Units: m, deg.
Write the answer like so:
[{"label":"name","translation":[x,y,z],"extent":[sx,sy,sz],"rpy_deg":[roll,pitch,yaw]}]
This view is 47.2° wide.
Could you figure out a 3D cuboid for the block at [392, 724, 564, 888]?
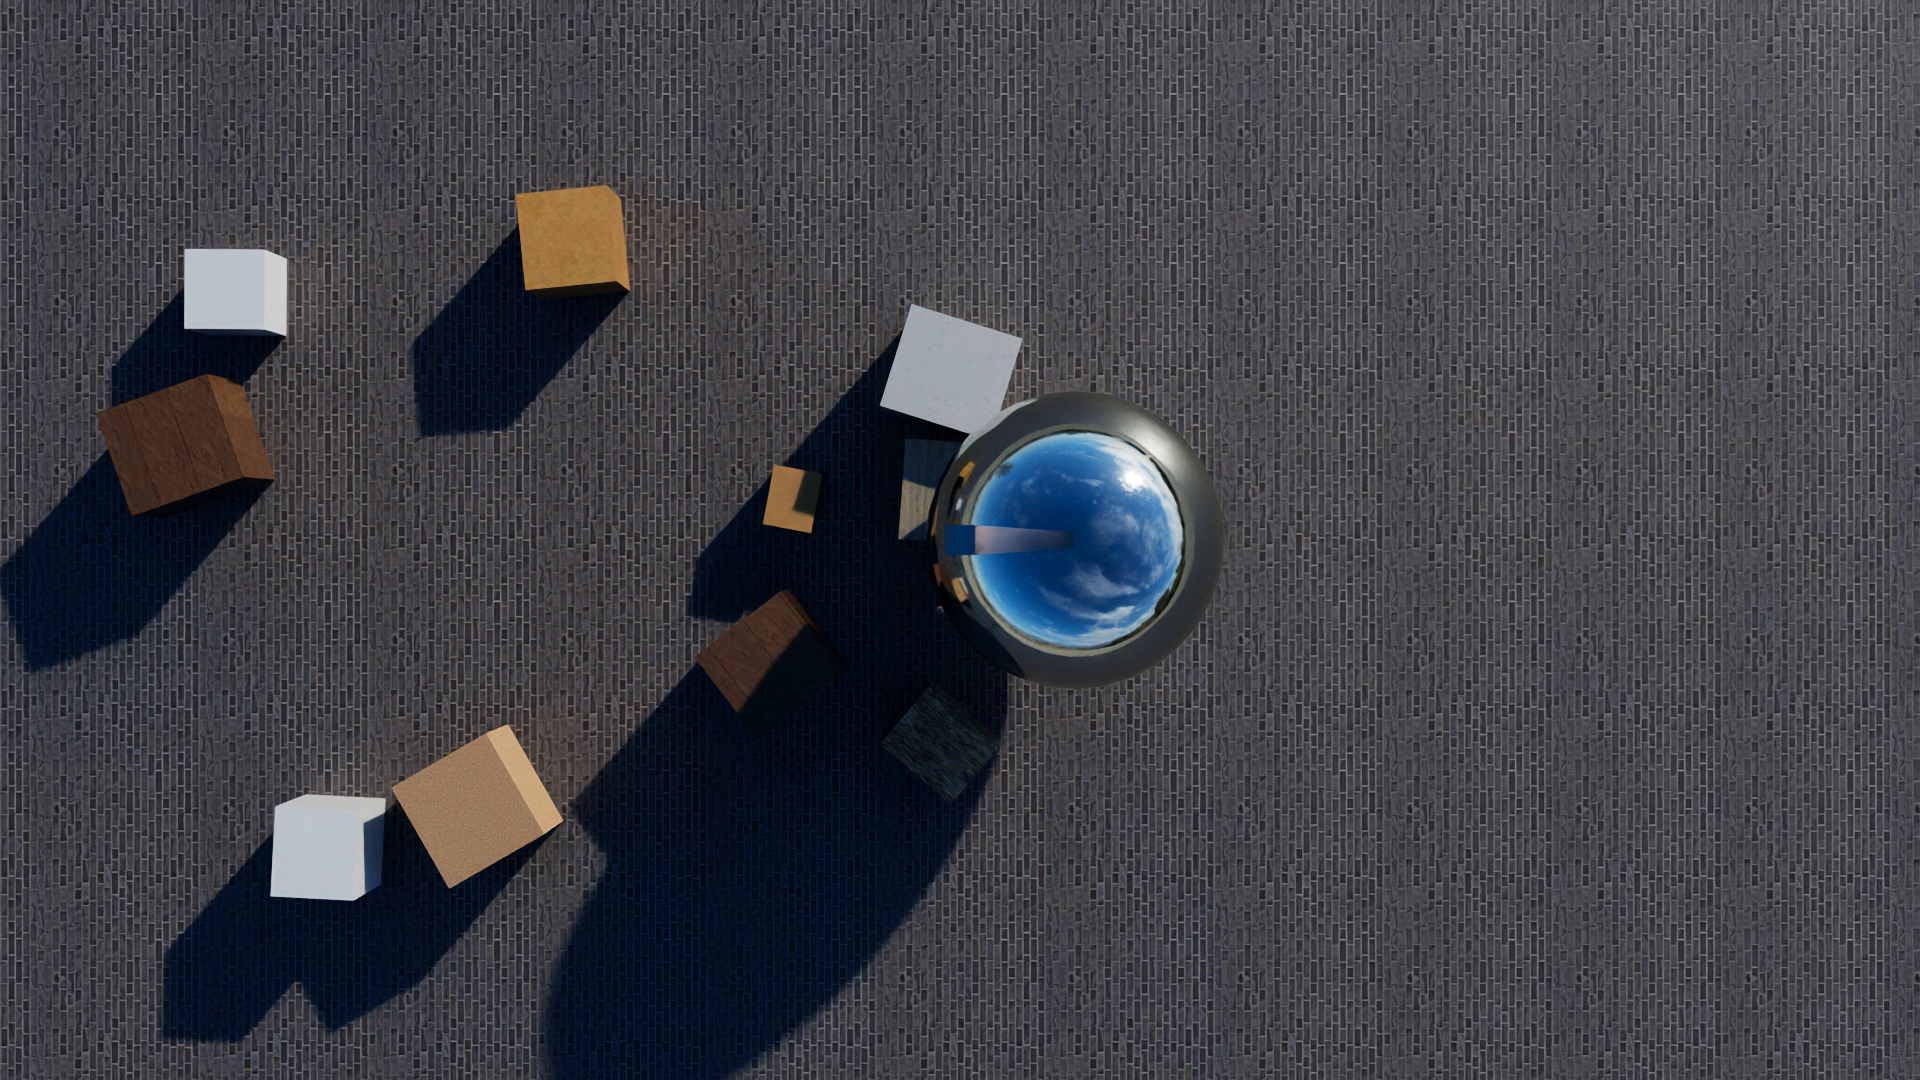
[{"label":"block","translation":[-2.776,1.528,12.699],"extent":[0.617,0.603,0.658],"rpy_deg":[-30,90,0]}]

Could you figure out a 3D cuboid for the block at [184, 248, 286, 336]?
[{"label":"block","translation":[-4.210,-1.436,12.793],"extent":[0.459,0.413,0.457],"rpy_deg":[0,90,0]}]

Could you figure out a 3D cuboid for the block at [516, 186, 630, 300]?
[{"label":"block","translation":[-2.237,-1.718,12.744],"extent":[0.520,0.512,0.548],"rpy_deg":[-6,90,0]}]

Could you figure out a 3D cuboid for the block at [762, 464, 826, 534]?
[{"label":"block","translation":[-0.964,-0.237,12.830],"extent":[0.283,0.340,0.349],"rpy_deg":[11,90,0]}]

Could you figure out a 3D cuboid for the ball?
[{"label":"ball","translation":[0.613,0.000,11.795],"extent":[1.600,1.600,1.600],"rpy_deg":[0,90,0]}]

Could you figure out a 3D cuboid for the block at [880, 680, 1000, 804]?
[{"label":"block","translation":[-0.112,1.161,12.728],"extent":[0.527,0.545,0.433],"rpy_deg":[41,90,0]}]

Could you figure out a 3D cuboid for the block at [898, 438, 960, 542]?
[{"label":"block","translation":[-0.058,-0.272,12.739],"extent":[0.543,0.523,0.574],"rpy_deg":[4,90,0]}]

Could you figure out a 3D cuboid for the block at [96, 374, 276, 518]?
[{"label":"block","translation":[-4.464,-0.537,12.708],"extent":[0.666,0.583,0.618],"rpy_deg":[-20,90,0]}]

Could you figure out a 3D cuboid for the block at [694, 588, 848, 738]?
[{"label":"block","translation":[-1.078,0.705,12.710],"extent":[0.617,0.579,0.582],"rpy_deg":[-38,90,0]}]

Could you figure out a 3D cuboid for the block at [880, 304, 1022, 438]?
[{"label":"block","translation":[-0.050,-0.939,12.648],"extent":[0.650,0.705,0.596],"rpy_deg":[17,90,0]}]

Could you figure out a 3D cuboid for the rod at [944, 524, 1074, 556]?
[{"label":"rod","translation":[0.266,0.000,8.412],"extent":[0.080,5.200,0.080],"rpy_deg":[0,90,6]}]

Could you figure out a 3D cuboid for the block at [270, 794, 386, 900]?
[{"label":"block","translation":[-3.644,1.770,12.705],"extent":[0.470,0.590,0.509],"rpy_deg":[3,90,0]}]
